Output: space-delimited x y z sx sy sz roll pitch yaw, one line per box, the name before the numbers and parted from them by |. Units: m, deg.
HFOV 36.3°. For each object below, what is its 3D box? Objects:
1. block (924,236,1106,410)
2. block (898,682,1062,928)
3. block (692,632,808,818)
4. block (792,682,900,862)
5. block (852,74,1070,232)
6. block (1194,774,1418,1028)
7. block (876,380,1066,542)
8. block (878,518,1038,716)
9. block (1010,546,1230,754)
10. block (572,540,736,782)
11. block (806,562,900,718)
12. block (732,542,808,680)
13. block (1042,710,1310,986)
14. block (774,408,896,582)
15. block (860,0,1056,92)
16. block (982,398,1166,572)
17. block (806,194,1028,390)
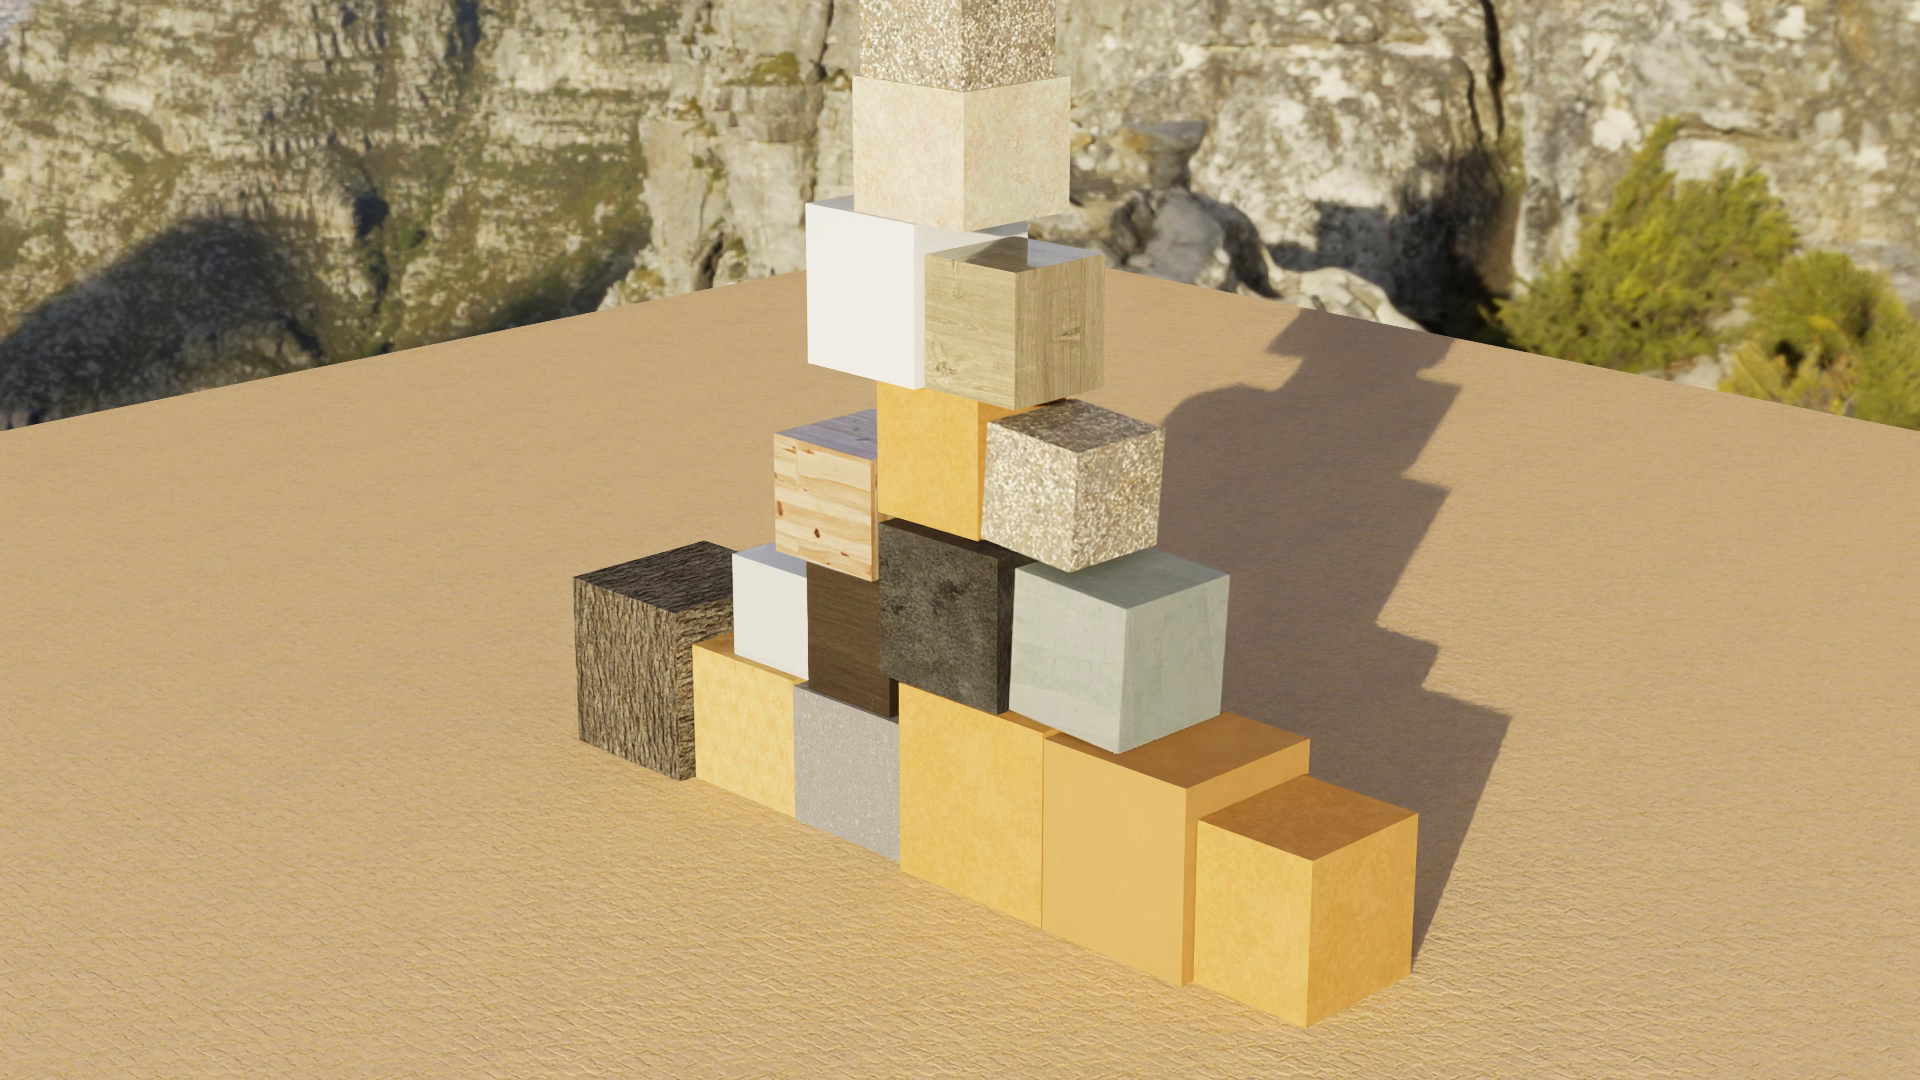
block | 0.238 -0.953 12.771 0.560 0.597 0.544 -17 24 -42
block | 0.321 1.091 13.341 0.794 0.918 0.895 -17 24 -42
block | -0.801 0.848 14.477 0.711 0.700 0.736 -17 24 -42
block | -0.279 1.026 13.944 0.670 0.681 0.776 -17 24 -42
block | 0.007 -1.730 12.805 0.657 0.595 0.681 -17 24 -42
block | 1.450 1.505 12.318 0.706 0.742 0.605 -17 24 -42
block | 0.050 -0.427 13.167 0.560 0.643 0.635 -17 24 -42
block | 0.159 0.267 13.231 0.740 0.721 0.746 -17 24 -42
block | 0.691 0.446 12.774 0.668 0.659 0.645 -17 27 -42
block | -1.364 0.600 14.967 0.872 0.880 0.807 -17 24 -42
block | -0.300 0.394 13.767 0.619 0.629 0.554 -17 24 -42
block | -0.689 0.308 14.180 0.582 0.509 0.568 -17 24 -42
block | 0.935 1.283 12.770 0.815 0.896 0.806 -17 24 -42
block | -0.413 -0.221 13.718 0.628 0.574 0.657 -17 24 -42
block | -0.010 -2.243 12.626 0.575 0.491 0.618 -17 24 -42
block | 0.491 -0.246 12.778 0.558 0.537 0.531 -17 28 -42
block | -0.192 -1.155 13.188 0.711 0.732 0.692 -17 24 -42
